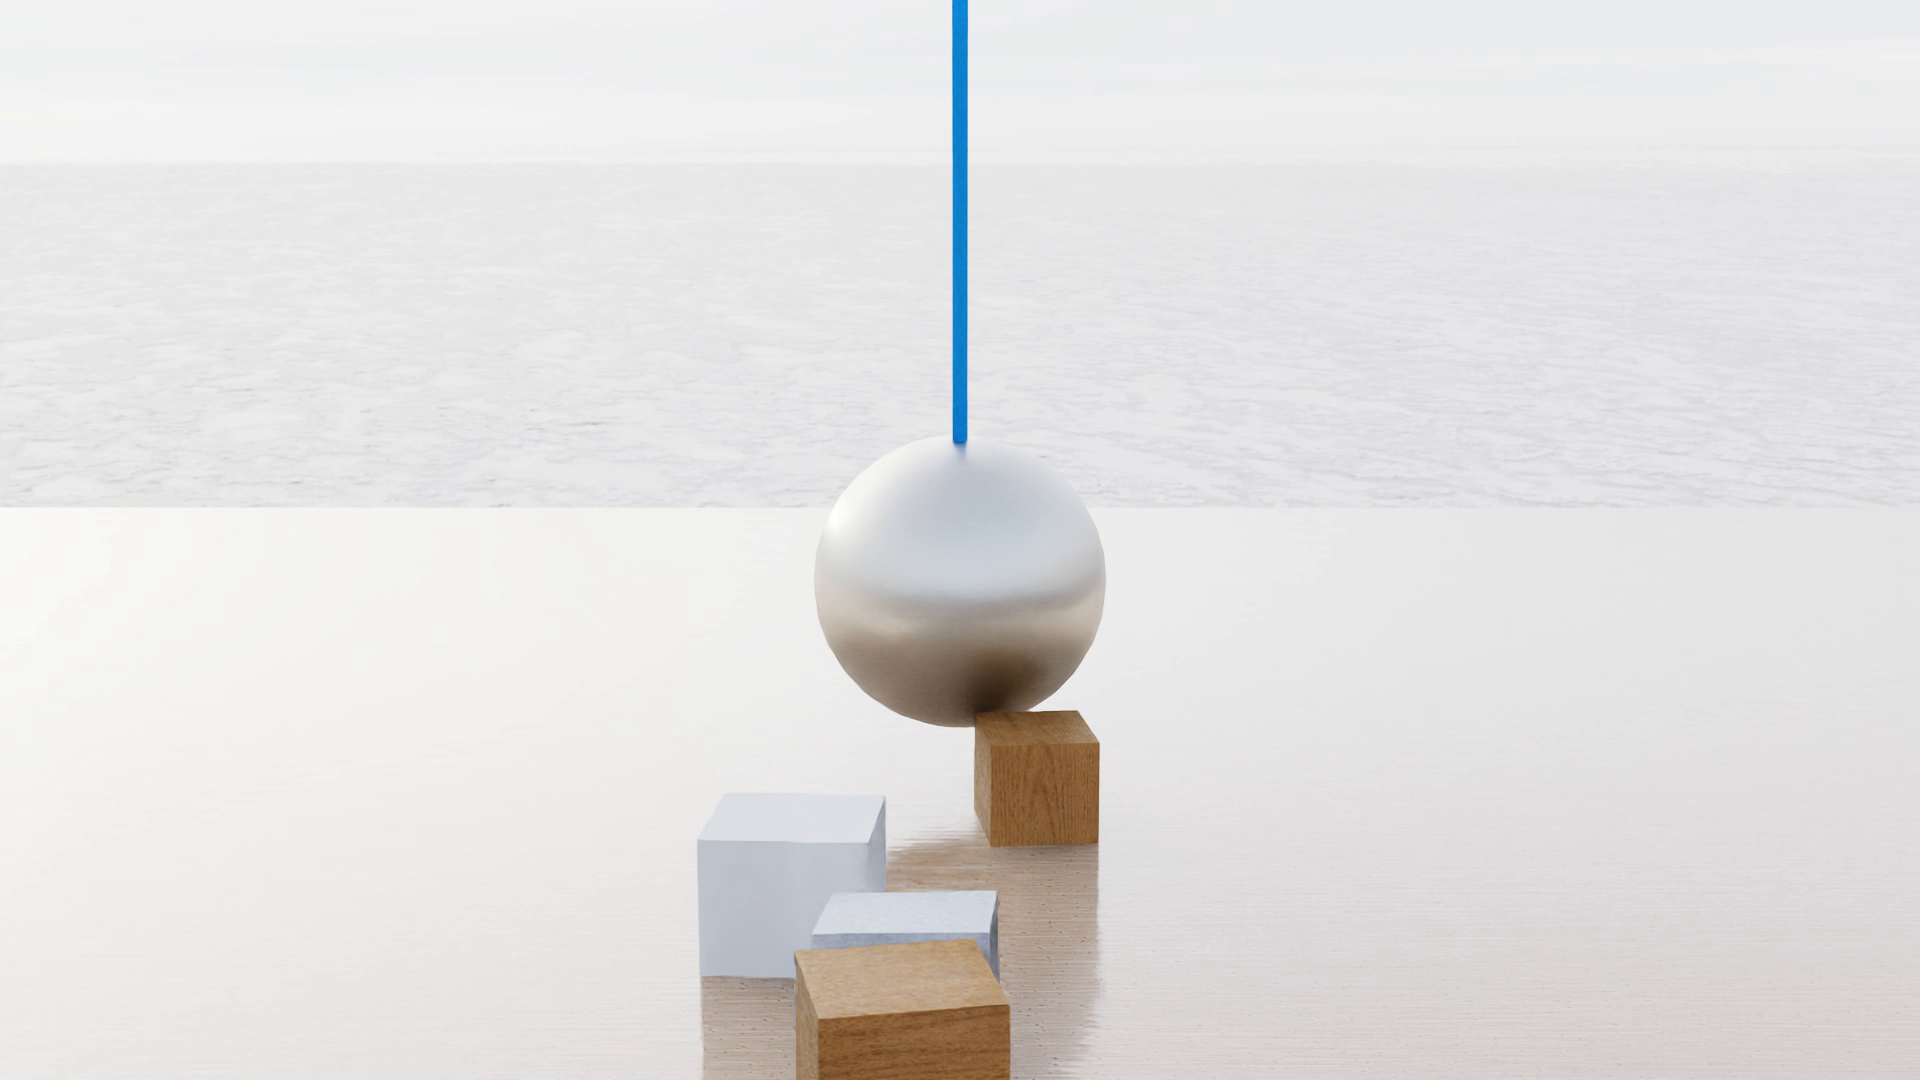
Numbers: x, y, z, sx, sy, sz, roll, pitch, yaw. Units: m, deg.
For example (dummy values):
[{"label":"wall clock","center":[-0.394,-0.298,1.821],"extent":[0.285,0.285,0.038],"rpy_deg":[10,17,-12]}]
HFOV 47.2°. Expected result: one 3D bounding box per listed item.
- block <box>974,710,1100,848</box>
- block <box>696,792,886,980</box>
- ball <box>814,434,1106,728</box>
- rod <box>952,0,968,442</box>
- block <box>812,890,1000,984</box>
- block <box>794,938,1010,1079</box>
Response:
[{"label":"block","center":[0.389,1.224,11.366],"extent":[0.552,0.526,0.651],"rpy_deg":[-1,10,-7]},{"label":"block","center":[-0.721,1.501,9.612],"extent":[0.725,0.607,0.689],"rpy_deg":[1,10,4]},{"label":"ball","center":[0.000,0.223,12.001],"extent":[1.600,1.600,1.600],"rpy_deg":[0,10,0]},{"label":"rod","center":[0.000,-3.017,10.970],"extent":[0.080,5.200,0.080],"rpy_deg":[0,18,0]},{"label":"block","center":[-0.186,1.700,8.194],"extent":[0.637,0.642,0.618],"rpy_deg":[-1,4,4]},{"label":"block","center":[-0.206,1.826,7.489],"extent":[0.634,0.718,0.582],"rpy_deg":[-2,12,-11]}]
